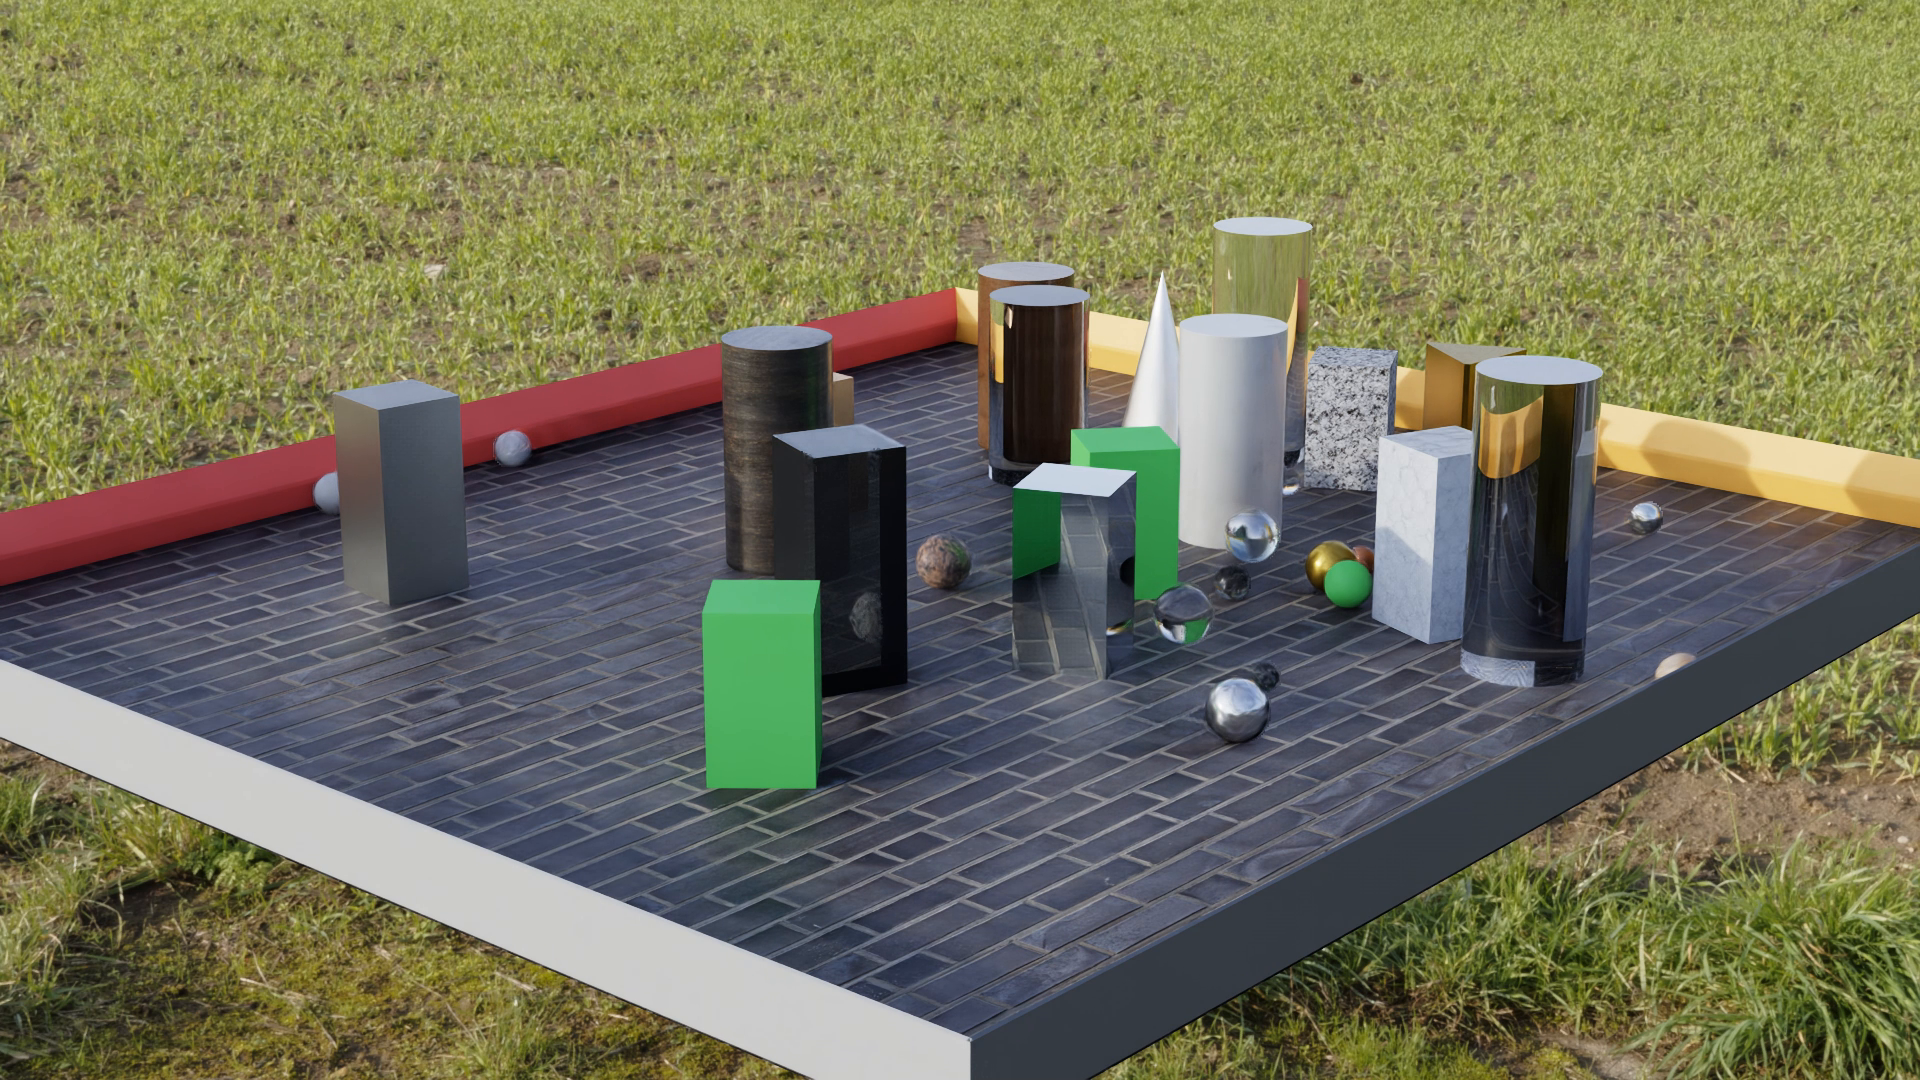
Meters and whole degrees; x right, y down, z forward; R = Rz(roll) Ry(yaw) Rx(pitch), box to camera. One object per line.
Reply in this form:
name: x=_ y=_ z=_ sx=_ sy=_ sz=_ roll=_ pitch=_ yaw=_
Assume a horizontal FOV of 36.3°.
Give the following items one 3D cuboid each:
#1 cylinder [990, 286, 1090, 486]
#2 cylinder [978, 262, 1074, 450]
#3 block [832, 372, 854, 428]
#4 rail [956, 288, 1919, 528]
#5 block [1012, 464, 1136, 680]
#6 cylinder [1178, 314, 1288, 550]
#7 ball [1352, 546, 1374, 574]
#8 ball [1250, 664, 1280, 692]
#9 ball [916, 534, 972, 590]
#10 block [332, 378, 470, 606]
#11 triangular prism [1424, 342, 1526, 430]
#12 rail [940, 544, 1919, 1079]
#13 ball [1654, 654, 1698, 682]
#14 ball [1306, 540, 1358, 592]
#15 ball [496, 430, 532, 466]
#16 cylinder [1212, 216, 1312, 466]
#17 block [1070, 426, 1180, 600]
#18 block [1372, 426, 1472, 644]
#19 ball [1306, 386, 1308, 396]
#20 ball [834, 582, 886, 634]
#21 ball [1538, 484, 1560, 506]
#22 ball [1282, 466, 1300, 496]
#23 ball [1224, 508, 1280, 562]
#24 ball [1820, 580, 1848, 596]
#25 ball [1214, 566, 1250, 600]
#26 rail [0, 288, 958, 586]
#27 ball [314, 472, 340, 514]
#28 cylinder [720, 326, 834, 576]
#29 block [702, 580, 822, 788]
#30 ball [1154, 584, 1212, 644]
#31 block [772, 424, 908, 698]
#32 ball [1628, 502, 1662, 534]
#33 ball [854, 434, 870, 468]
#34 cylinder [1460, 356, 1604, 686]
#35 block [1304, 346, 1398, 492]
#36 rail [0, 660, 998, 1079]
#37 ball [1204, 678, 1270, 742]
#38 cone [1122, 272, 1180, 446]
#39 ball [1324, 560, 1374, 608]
cylinder: x=0.157 y=-0.306 z=5.832 sx=0.199 sy=0.368 sz=0.199 roll=0 pitch=17 yaw=0
cylinder: x=0.136 y=-0.377 z=6.074 sx=0.199 sy=0.365 sz=0.199 roll=0 pitch=17 yaw=0
block: x=-0.317 y=-0.195 z=5.673 sx=0.159 sy=0.247 sz=0.159 roll=-15 pitch=22 yaw=-41
rail: x=0.966 y=-0.288 z=6.185 sx=2.628 sy=0.129 sz=0.045 roll=14 pitch=22 yaw=39
block: x=0.186 y=0.049 z=4.761 sx=0.159 sy=0.306 sz=0.159 roll=6 pitch=18 yaw=18
cylinder: x=0.502 y=-0.202 z=5.434 sx=0.199 sy=0.400 sz=0.199 roll=0 pitch=17 yaw=0
ball: x=0.716 y=0.039 z=5.227 sx=0.056 sy=0.056 sz=0.056 roll=0 pitch=17 yaw=0
ball: x=0.484 y=0.218 z=4.652 sx=0.045 sy=0.045 sz=0.045 roll=0 pitch=17 yaw=0
ball: x=-0.028 y=0.038 z=5.161 sx=0.097 sy=0.097 sz=0.097 roll=0 pitch=17 yaw=0
block: x=-0.978 y=-0.086 z=5.134 sx=0.159 sy=0.349 sz=0.159 roll=-14 pitch=22 yaw=-38
triangular prism: x=0.882 y=-0.139 z=5.209 sx=0.172 sy=0.408 sz=0.149 roll=-16 pitch=23 yaw=-42
rail: x=0.974 y=0.276 z=4.310 sx=0.045 sy=0.129 sz=2.993 roll=14 pitch=22 yaw=39
ball: x=1.127 y=0.220 z=4.574 sx=0.086 sy=0.086 sz=0.086 roll=0 pitch=17 yaw=0
ball: x=0.651 y=0.047 z=5.139 sx=0.092 sy=0.092 sz=0.092 roll=0 pitch=17 yaw=0
ball: x=-0.904 y=-0.185 z=5.941 sx=0.075 sy=0.075 sz=0.075 roll=0 pitch=17 yaw=0
cylinder: x=0.609 y=-0.403 z=5.963 sx=0.199 sy=0.478 sz=0.199 roll=0 pitch=17 yaw=0
block: x=0.287 y=-0.047 z=5.144 sx=0.159 sy=0.269 sz=0.159 roll=-3 pitch=17 yaw=-9
block: x=0.812 y=-0.011 z=4.936 sx=0.159 sy=0.320 sz=0.159 roll=-9 pitch=19 yaw=-27
ball: x=0.733 y=-0.300 z=6.315 sx=0.080 sy=0.080 sz=0.080 roll=0 pitch=17 yaw=0
ball: x=-0.167 y=0.113 z=4.928 sx=0.088 sy=0.088 sz=0.088 roll=0 pitch=17 yaw=0
ball: x=1.140 y=-0.086 z=5.668 sx=0.042 sy=0.042 sz=0.042 roll=0 pitch=17 yaw=0
ball: x=0.637 y=-0.116 z=5.742 sx=0.057 sy=0.057 sz=0.057 roll=0 pitch=17 yaw=0
ball: x=0.529 y=-0.009 z=5.311 sx=0.099 sy=0.099 sz=0.099 roll=0 pitch=17 yaw=0
ball: x=1.496 y=0.105 z=4.971 sx=0.077 sy=0.077 sz=0.077 roll=0 pitch=17 yaw=0
ball: x=0.473 y=0.075 z=5.101 sx=0.061 sy=0.061 sz=0.061 roll=0 pitch=17 yaw=0
rail: x=-0.974 y=-0.212 z=5.930 sx=0.045 sy=0.129 sz=2.993 roll=14 pitch=22 yaw=39
ball: x=-1.195 y=-0.089 z=5.610 sx=0.081 sy=0.081 sz=0.081 roll=0 pitch=17 yaw=0
cylinder: x=-0.326 y=-0.162 z=5.274 sx=0.199 sy=0.414 sz=0.199 roll=0 pitch=17 yaw=0
block: x=-0.287 y=0.210 z=4.295 sx=0.159 sy=0.267 sz=0.159 roll=0 pitch=17 yaw=1
ball: x=0.371 y=0.124 z=4.873 sx=0.099 sy=0.099 sz=0.099 roll=0 pitch=17 yaw=0
block: x=-0.191 y=0.031 z=4.670 sx=0.159 sy=0.392 sz=0.159 roll=-8 pitch=19 yaw=-26
ball: x=1.282 y=-0.040 z=5.485 sx=0.059 sy=0.059 sz=0.059 roll=0 pitch=17 yaw=0
ball: x=-0.217 y=-0.181 z=5.938 sx=0.067 sy=0.067 sz=0.067 roll=0 pitch=17 yaw=0
cylinder: x=0.914 y=-0.032 z=4.699 sx=0.199 sy=0.496 sz=0.199 roll=0 pitch=17 yaw=0
block: x=0.777 y=-0.242 z=5.825 sx=0.159 sy=0.250 sz=0.159 roll=4 pitch=17 yaw=13
rail: x=-0.966 y=0.353 z=4.055 sx=2.628 sy=0.129 sz=0.045 roll=14 pitch=22 yaw=39
ball: x=0.419 y=0.257 z=4.432 sx=0.098 sy=0.098 sz=0.098 roll=0 pitch=17 yaw=0
cone: x=0.400 y=-0.335 z=5.851 sx=0.199 sy=0.413 sz=0.199 roll=0 pitch=17 yaw=0
ball: x=0.671 y=0.076 z=5.058 sx=0.083 sy=0.083 sz=0.083 roll=0 pitch=17 yaw=0
